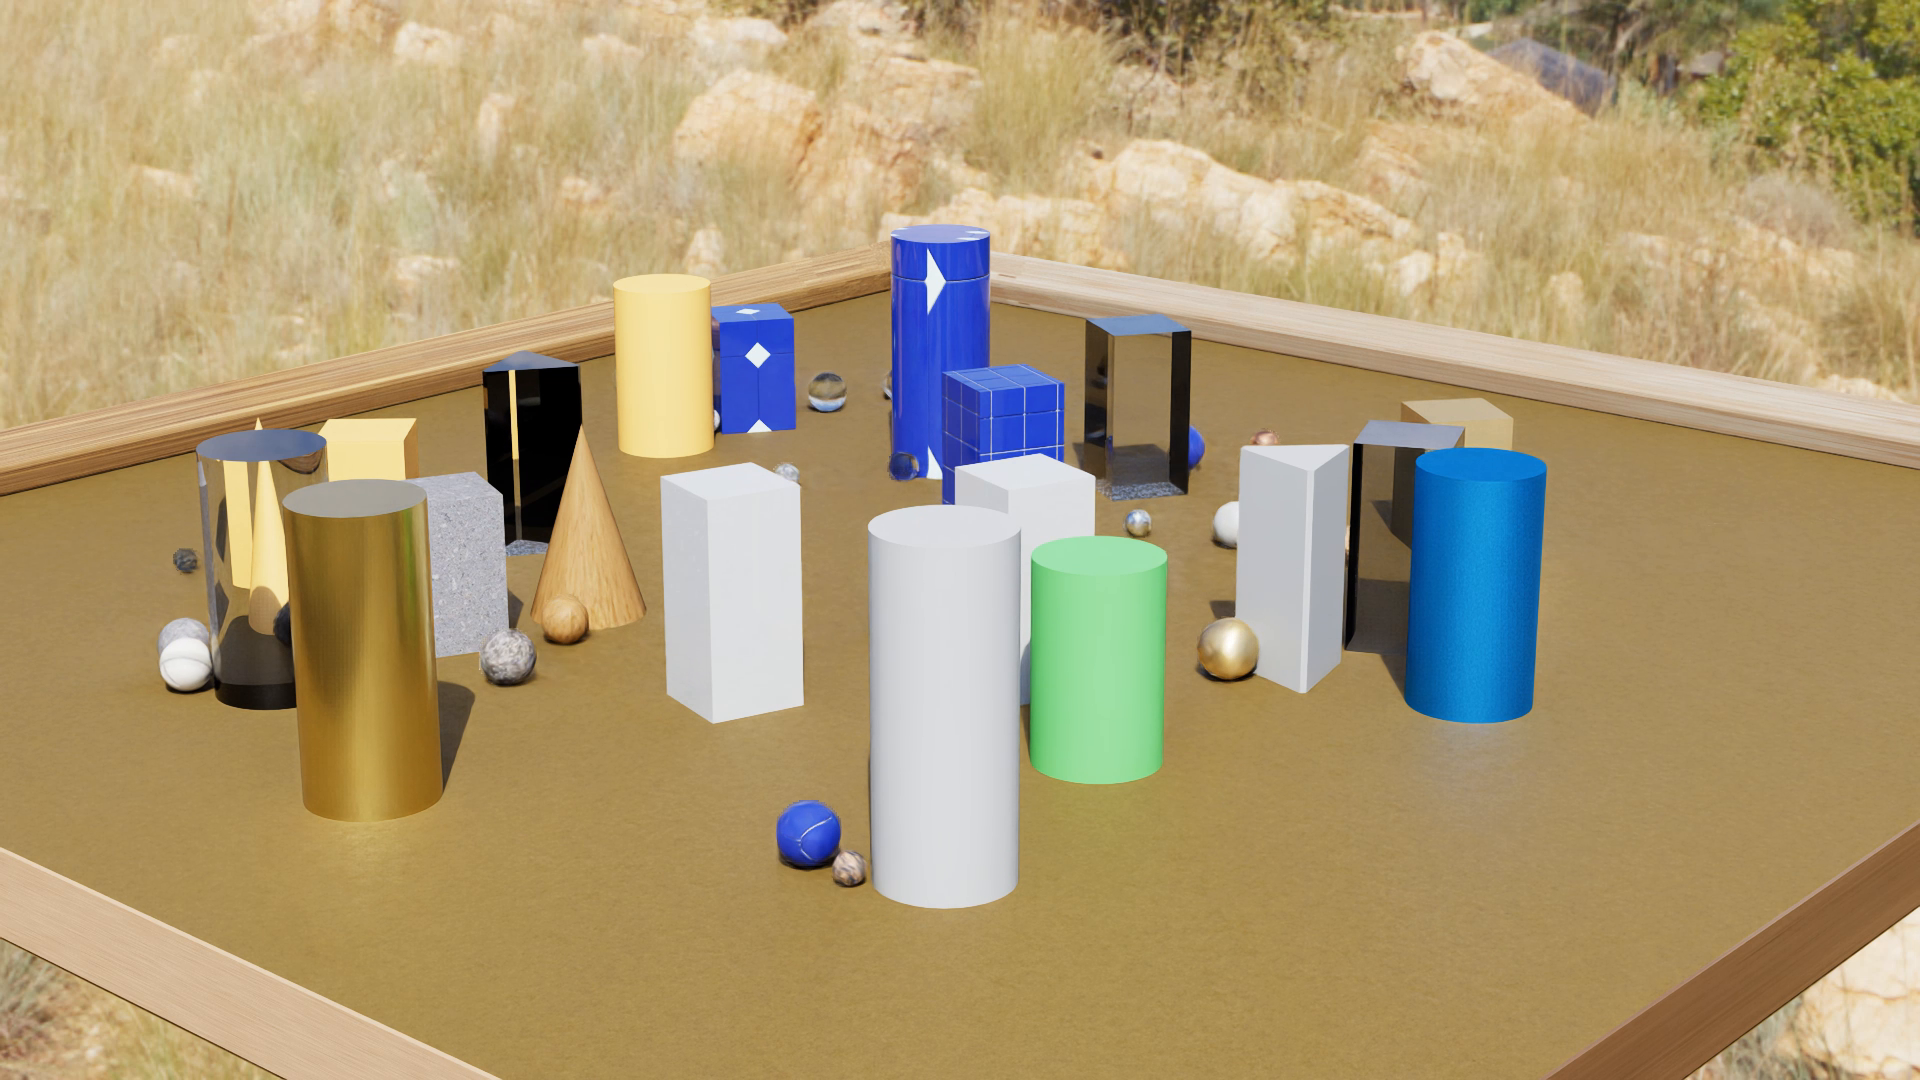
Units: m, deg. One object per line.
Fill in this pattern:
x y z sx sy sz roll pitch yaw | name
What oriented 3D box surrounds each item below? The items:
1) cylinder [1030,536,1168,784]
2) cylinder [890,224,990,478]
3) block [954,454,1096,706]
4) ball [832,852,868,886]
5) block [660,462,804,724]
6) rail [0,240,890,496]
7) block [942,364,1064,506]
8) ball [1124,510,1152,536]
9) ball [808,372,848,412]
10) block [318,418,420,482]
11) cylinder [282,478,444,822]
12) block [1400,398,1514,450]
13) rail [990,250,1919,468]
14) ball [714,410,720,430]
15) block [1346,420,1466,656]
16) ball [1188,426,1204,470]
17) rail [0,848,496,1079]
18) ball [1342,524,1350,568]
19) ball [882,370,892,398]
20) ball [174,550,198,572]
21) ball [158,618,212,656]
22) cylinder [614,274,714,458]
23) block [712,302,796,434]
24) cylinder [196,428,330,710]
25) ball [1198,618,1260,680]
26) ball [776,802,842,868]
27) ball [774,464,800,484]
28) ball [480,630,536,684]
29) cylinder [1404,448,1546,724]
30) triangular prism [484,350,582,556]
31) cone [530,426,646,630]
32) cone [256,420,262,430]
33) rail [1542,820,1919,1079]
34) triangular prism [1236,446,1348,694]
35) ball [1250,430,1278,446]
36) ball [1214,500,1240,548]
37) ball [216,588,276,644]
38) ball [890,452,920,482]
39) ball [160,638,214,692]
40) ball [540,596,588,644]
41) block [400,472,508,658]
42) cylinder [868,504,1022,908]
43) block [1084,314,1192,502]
0.203 0.175 4.323 0.199 0.318 0.199 0 17 0 | cylinder
-0.039 -0.380 5.887 0.199 0.477 0.199 0 17 0 | cylinder
0.101 0.062 4.635 0.159 0.353 0.159 -10 19 -30 | block
-0.147 0.439 3.918 0.046 0.046 0.046 0 17 0 | ball
-0.355 0.080 4.568 0.159 0.358 0.159 -10 20 -30 | block
-1.366 -0.310 6.255 0.045 0.129 3.791 14 22 39 | rail
0.074 -0.097 5.111 0.159 0.383 0.159 -7 18 -23 | block
0.333 -0.032 5.474 0.051 0.051 0.051 0 17 0 | ball
-0.288 -0.322 6.376 0.086 0.086 0.086 0 17 0 | ball
-1.068 -0.081 5.300 0.159 0.244 0.159 -1 17 -2 | block
-0.846 0.155 4.165 0.199 0.447 0.199 0 17 0 | cylinder
0.918 -0.126 5.456 0.159 0.240 0.159 -3 17 -11 | block
1.227 -0.375 6.473 3.665 0.129 0.045 14 22 39 | rail
-0.535 -0.253 6.198 0.055 0.055 0.055 0 17 0 | ball
0.736 -0.002 4.846 0.159 0.355 0.159 5 18 16 | block
0.443 -0.186 5.901 0.099 0.099 0.099 0 17 0 | ball
-1.227 0.440 3.766 3.665 0.129 0.045 14 22 39 | rail
0.682 0.011 5.279 0.081 0.081 0.081 0 17 0 | ball
-0.137 -0.344 6.479 0.067 0.067 0.067 0 17 0 | ball
-1.388 0.038 5.260 0.040 0.040 0.040 0 17 0 | ball
-1.253 0.170 4.740 0.087 0.087 0.087 0 17 0 | ball
-0.611 -0.361 6.060 0.199 0.343 0.199 0 17 0 | cylinder
-0.448 -0.367 6.255 0.159 0.241 0.159 -5 17 -15 | block
-1.084 0.045 4.610 0.199 0.401 0.199 0 17 0 | cylinder
0.431 0.175 4.703 0.099 0.099 0.099 0 17 0 | ball
-0.206 0.399 3.975 0.089 0.089 0.089 0 17 0 | ball
-0.341 -0.124 5.778 0.052 0.052 0.052 0 17 0 | ball
-0.722 0.187 4.681 0.089 0.089 0.089 0 17 0 | ball
0.800 0.069 4.556 0.199 0.387 0.199 0 17 0 | cylinder
-0.789 -0.163 5.393 0.172 0.348 0.149 -4 17 -15 | triangular prism
-0.639 -0.036 4.997 0.199 0.334 0.199 0 17 0 | cone
-1.195 -0.049 5.039 0.199 0.334 0.199 0 17 0 | cone
1.366 0.374 3.984 0.045 0.129 3.791 14 22 39 | rail
0.558 0.035 4.704 0.149 0.366 0.172 -11 20 -32 | triangular prism
0.624 -0.196 6.006 0.057 0.057 0.057 0 17 0 | ball
0.510 -0.029 5.397 0.088 0.088 0.088 0 17 0 | ball
-1.187 0.126 4.870 0.095 0.095 0.095 0 17 0 | ball
-0.111 -0.147 5.839 0.059 0.059 0.059 0 17 0 | ball
-1.226 0.197 4.651 0.086 0.086 0.086 0 17 0 | ball
-0.657 0.133 4.875 0.080 0.080 0.080 0 17 0 | ball
-0.853 0.041 4.862 0.159 0.263 0.159 -8 18 -24 | block
-0.020 0.219 3.872 0.199 0.494 0.199 0 17 0 | cylinder
0.347 -0.261 5.751 0.159 0.329 0.159 -5 18 -17 | block
